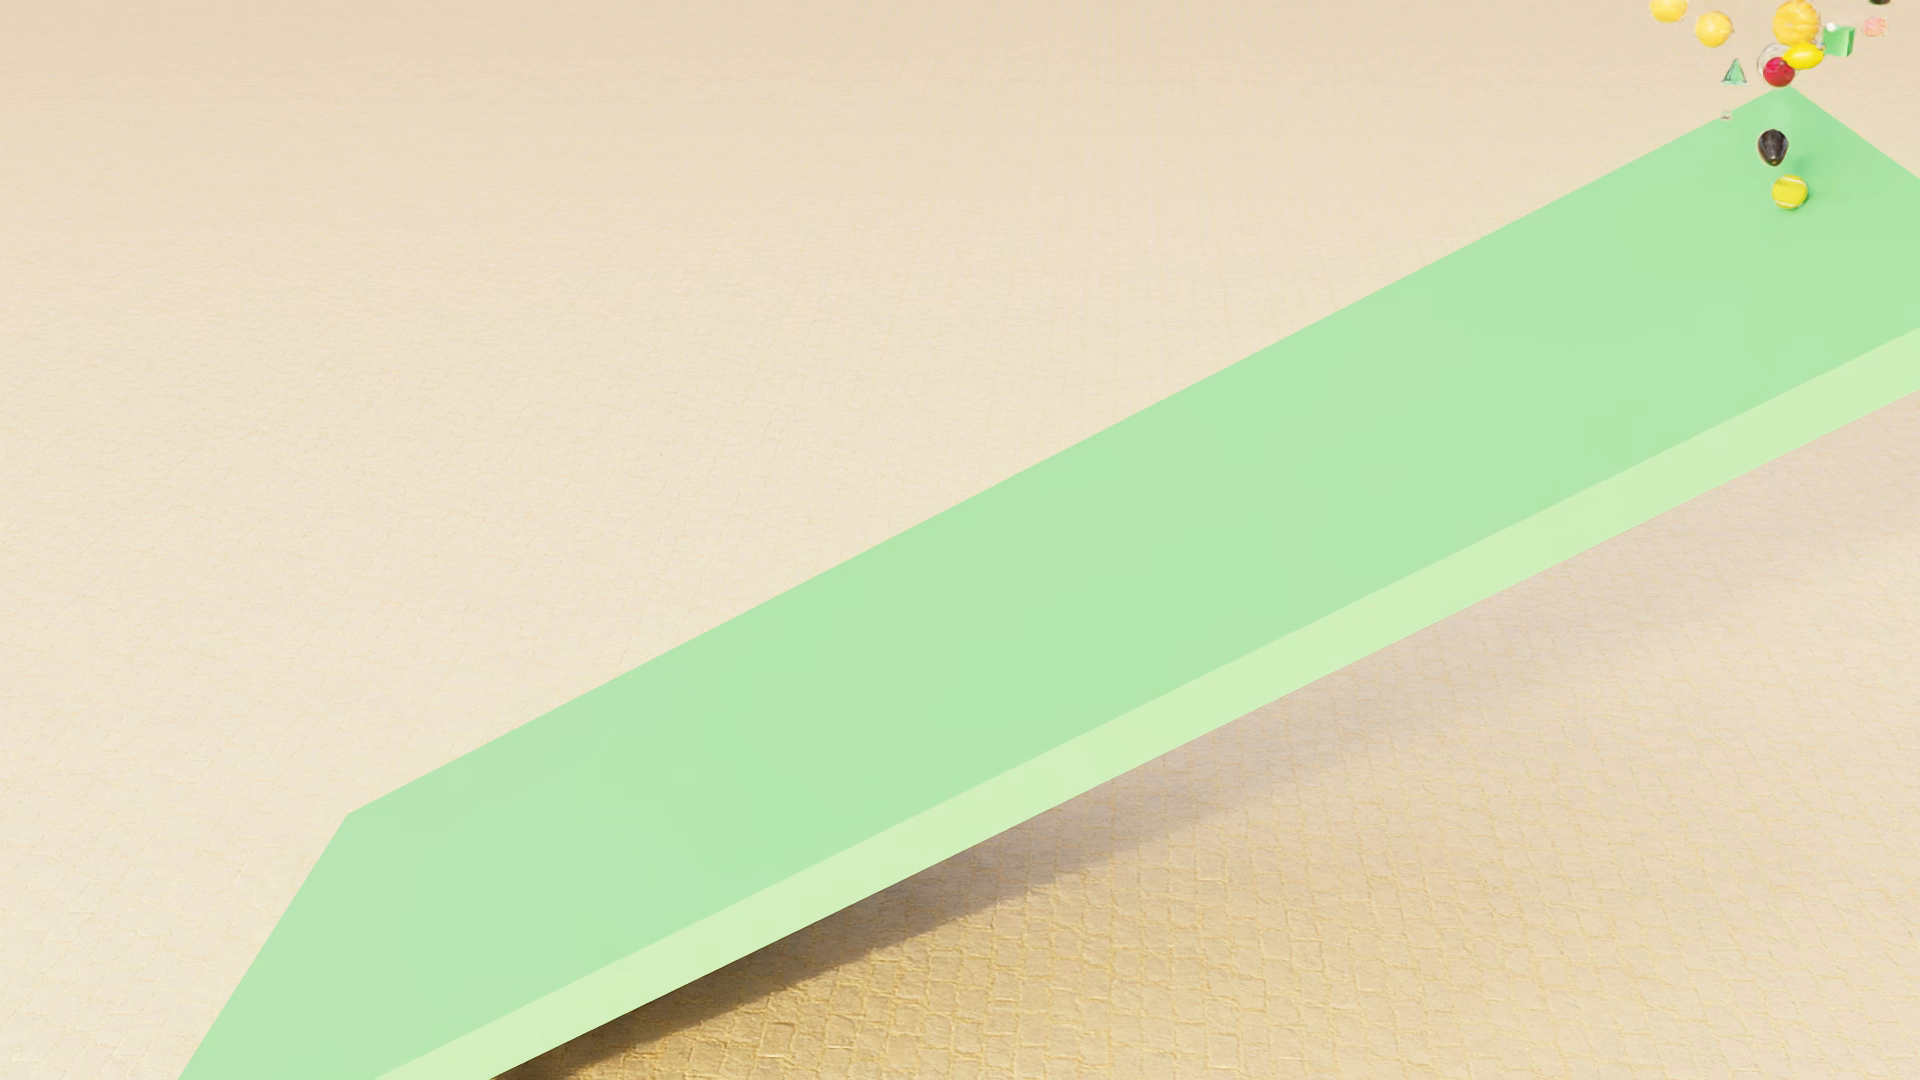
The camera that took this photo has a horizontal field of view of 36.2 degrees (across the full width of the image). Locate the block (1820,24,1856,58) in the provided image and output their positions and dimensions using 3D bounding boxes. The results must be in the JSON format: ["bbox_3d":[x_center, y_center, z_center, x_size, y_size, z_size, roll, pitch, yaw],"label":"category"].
[{"bbox_3d":[1.757,-0.999,5.886,0.051,0.051,0.051,13,23,26],"label":"block"}]

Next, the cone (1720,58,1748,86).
[{"bbox_3d":[1.479,-0.896,5.609,0.051,0.051,0.051,4,0,0],"label":"cone"}]

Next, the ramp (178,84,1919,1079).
[{"bbox_3d":[0.141,0.167,6.282,4.000,0.100,2.000,-27,14,11],"label":"ramp"}]

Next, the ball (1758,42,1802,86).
[{"bbox_3d":[1.648,-0.959,5.916,0.086,0.086,0.086,0,18,0],"label":"ball"}]
